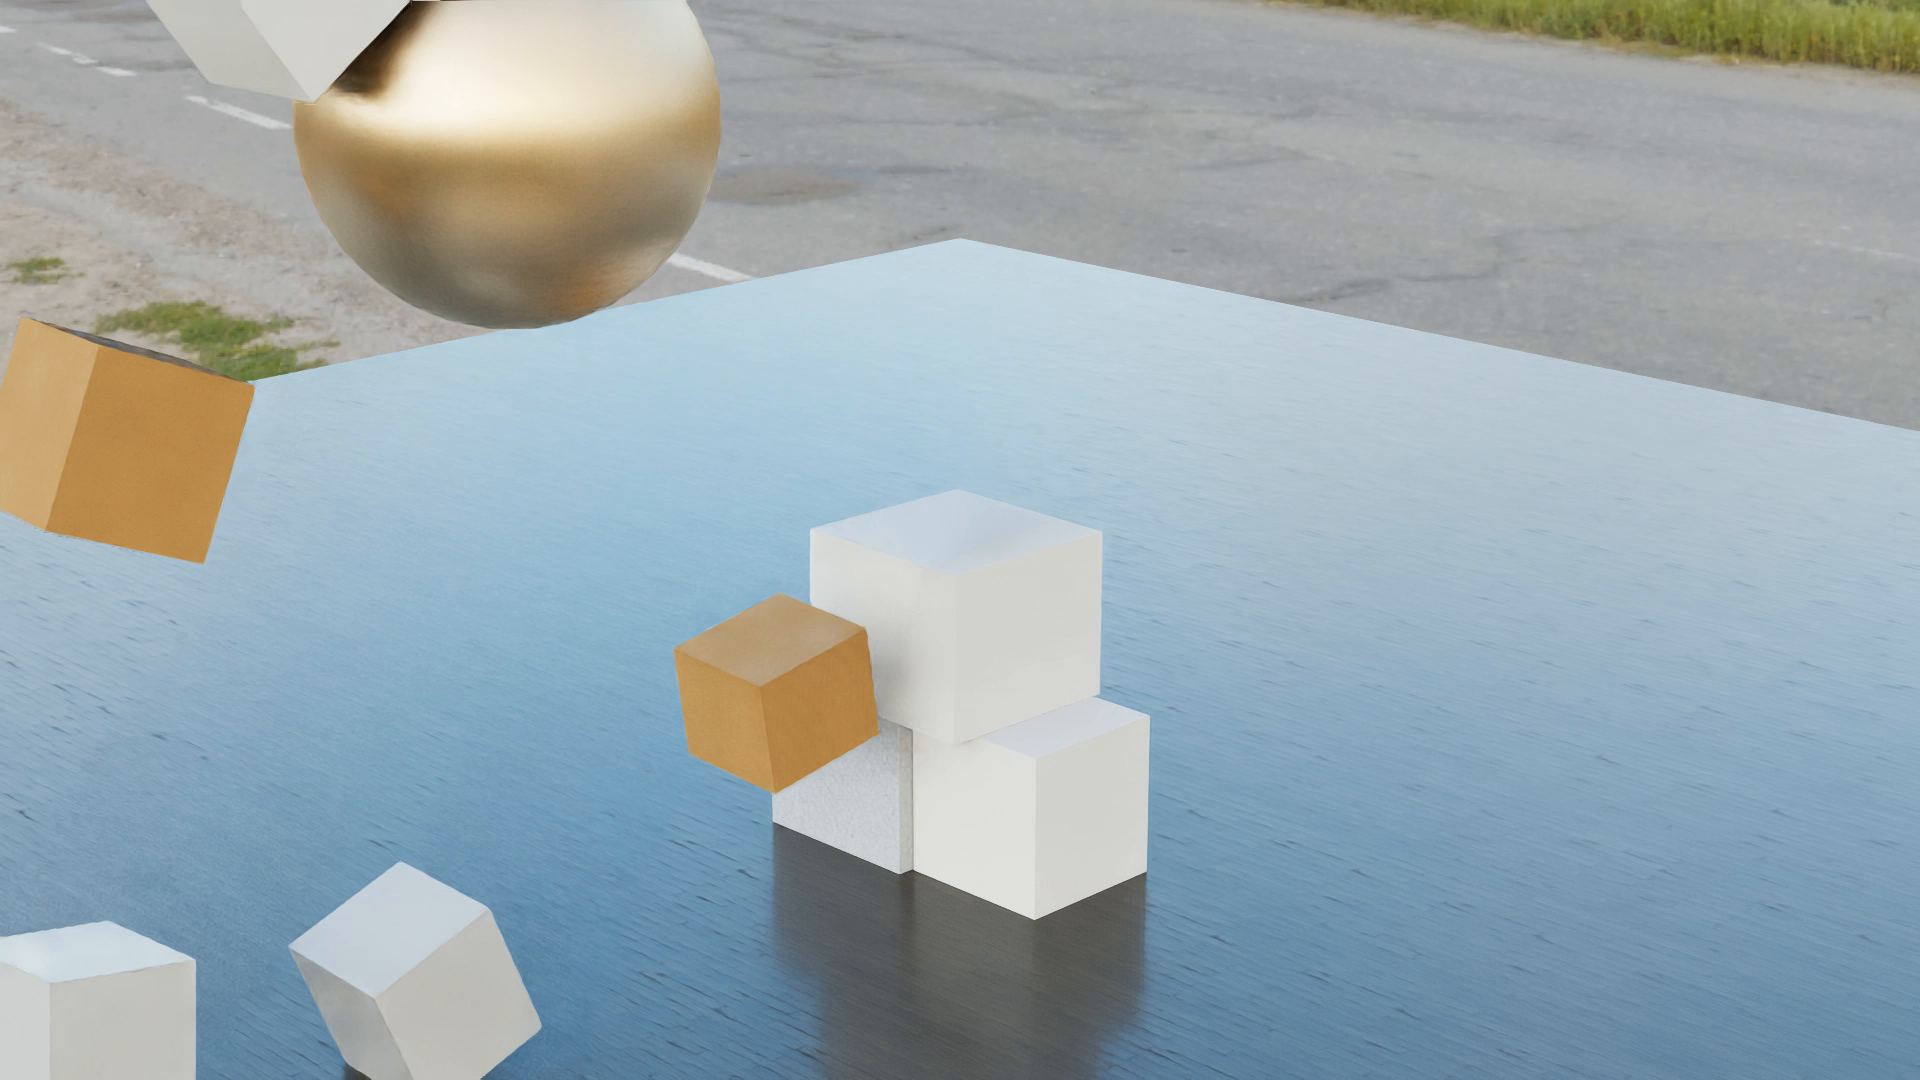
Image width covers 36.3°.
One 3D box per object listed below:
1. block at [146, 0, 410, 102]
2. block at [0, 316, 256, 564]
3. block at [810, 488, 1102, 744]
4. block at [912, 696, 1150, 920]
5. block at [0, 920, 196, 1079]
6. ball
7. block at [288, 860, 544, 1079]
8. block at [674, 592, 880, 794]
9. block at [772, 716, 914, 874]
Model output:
[{"bbox_3d":[-2.388,-2.085,10.181,0.662,0.734,0.765,16,60,42],"label":"block"},{"bbox_3d":[-2.944,-0.347,10.191,0.605,0.646,0.601,15,2,-44],"label":"block"},{"bbox_3d":[-0.019,0.330,13.426,0.931,0.785,0.948,-16,24,-41],"label":"block"},{"bbox_3d":[0.323,1.157,13.386,0.747,0.766,0.770,-17,24,-42],"label":"block"},{"bbox_3d":[-3.148,1.771,10.493,0.550,0.618,0.659,-4,9,-43],"label":"block"},{"bbox_3d":[-1.700,-1.592,11.059,1.600,1.600,1.600,0,17,0],"label":"ball"},{"bbox_3d":[-2.128,1.749,11.473,0.617,0.623,0.566,18,45,44],"label":"block"},{"bbox_3d":[-0.792,0.655,12.699,0.562,0.527,0.616,20,37,41],"label":"block"},{"bbox_3d":[-0.279,0.983,13.936,0.873,0.768,0.877,-17,24,-42],"label":"block"}]
